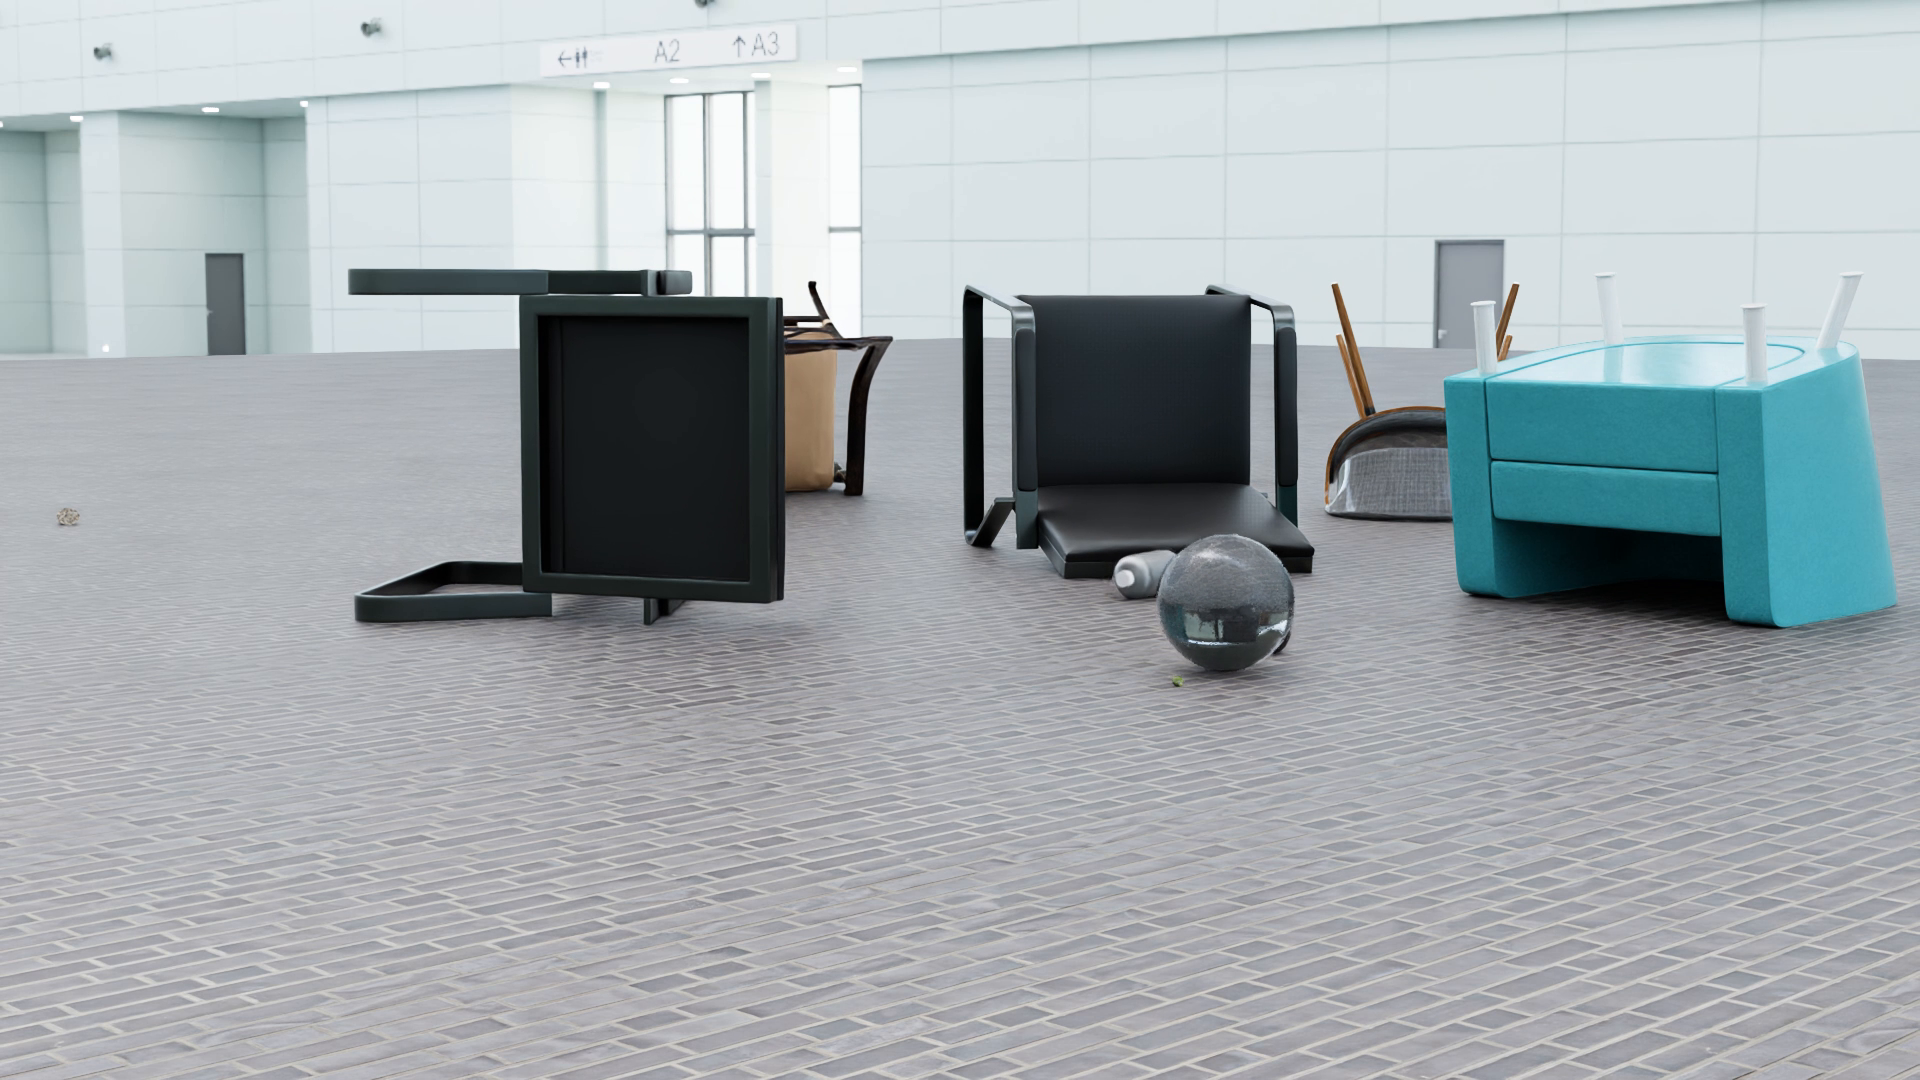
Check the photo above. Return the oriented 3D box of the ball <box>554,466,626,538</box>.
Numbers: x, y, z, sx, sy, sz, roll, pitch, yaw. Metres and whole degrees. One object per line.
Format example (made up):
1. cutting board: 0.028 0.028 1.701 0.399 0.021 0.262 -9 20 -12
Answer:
1. ball: -0.932 -0.095 6.456 0.182 0.182 0.182 0 6 0

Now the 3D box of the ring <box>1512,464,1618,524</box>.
1. ring: 1.635 -0.125 6.935 0.284 0.144 0.259 7 11 42

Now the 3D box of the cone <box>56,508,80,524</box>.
1. cone: -2.386 -0.054 6.833 0.062 0.047 0.063 -7 -11 -39

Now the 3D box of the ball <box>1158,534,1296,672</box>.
1. ball: 0.444 0.105 4.278 0.229 0.229 0.229 0 6 0
